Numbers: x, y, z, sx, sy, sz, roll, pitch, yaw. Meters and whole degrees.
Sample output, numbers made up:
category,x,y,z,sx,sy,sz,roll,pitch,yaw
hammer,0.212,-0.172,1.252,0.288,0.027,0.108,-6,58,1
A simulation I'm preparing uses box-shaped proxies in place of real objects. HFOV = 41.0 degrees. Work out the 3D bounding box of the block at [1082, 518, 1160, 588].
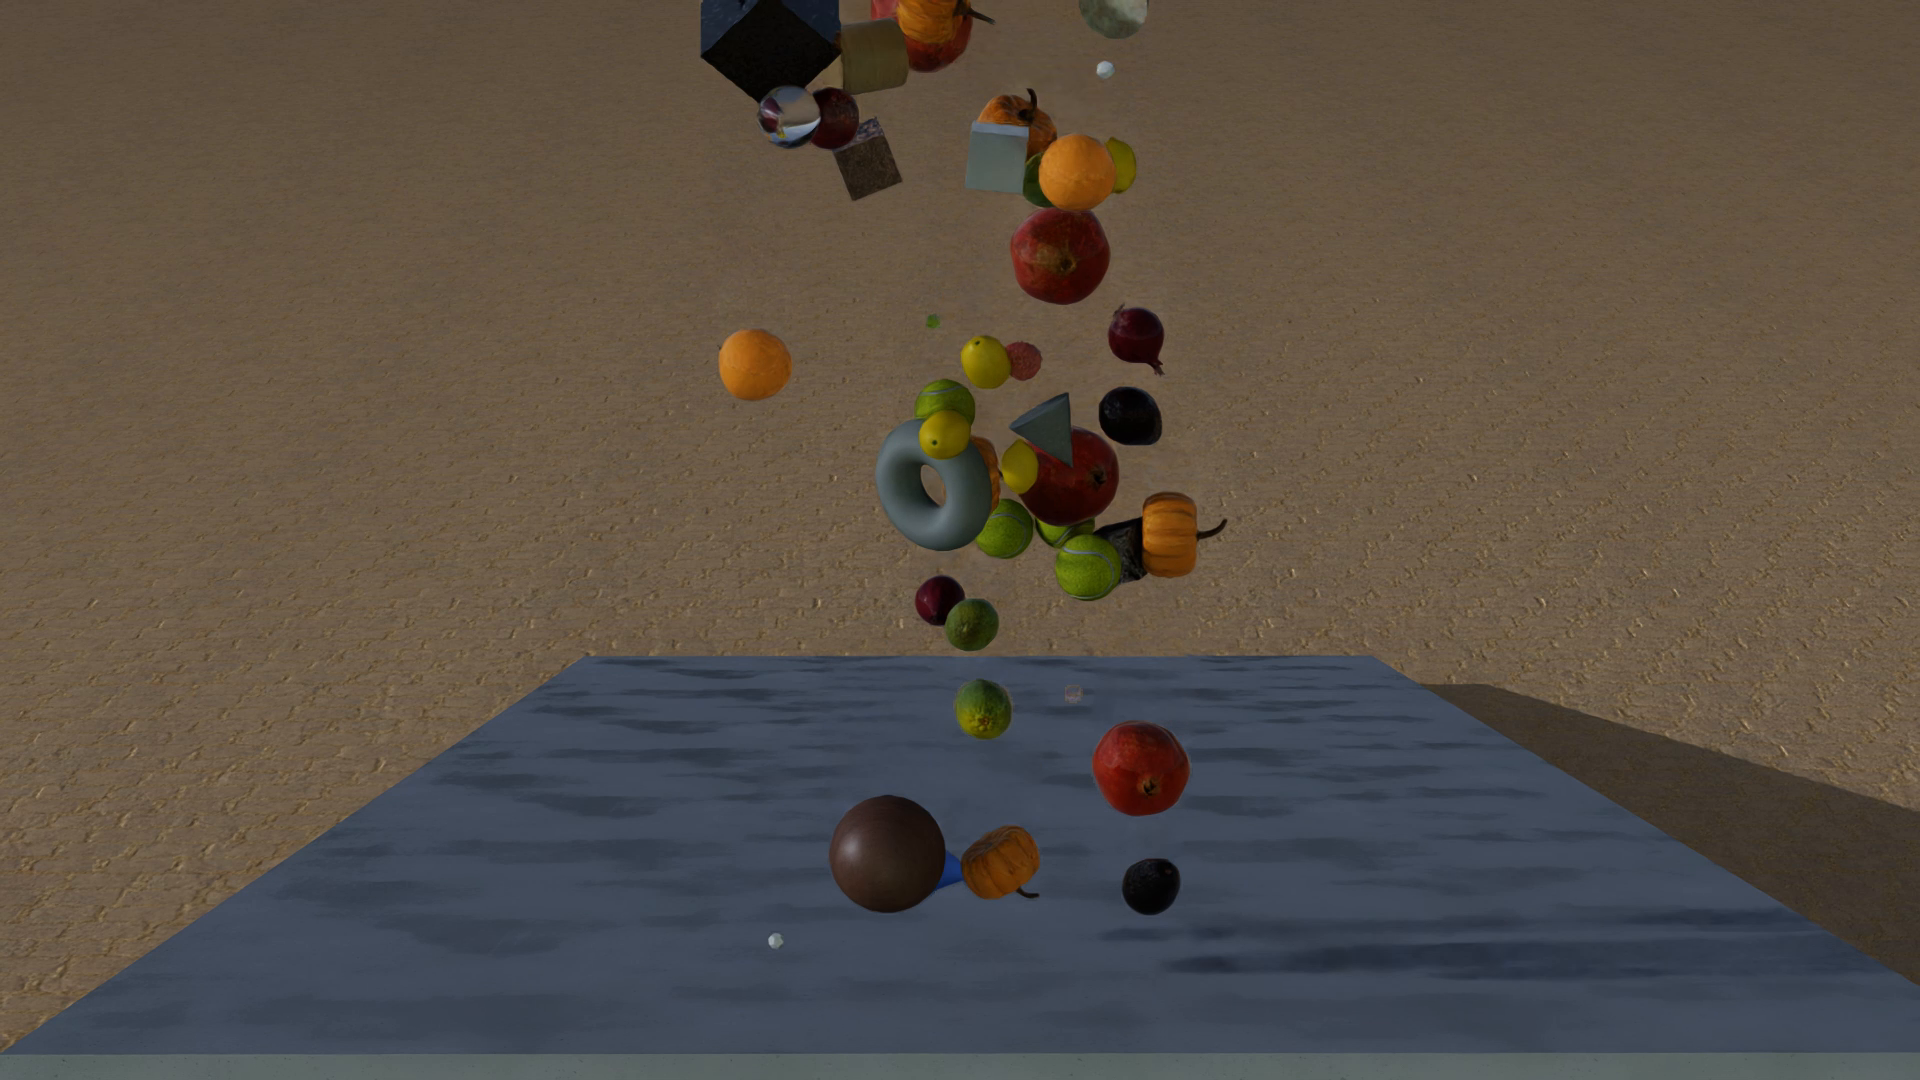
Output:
category,x,y,z,sx,sy,sz,roll,pitch,yaw
block,0.173,0.014,2.759,0.053,0.053,0.053,-14,14,32

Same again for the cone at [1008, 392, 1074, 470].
category,x,y,z,sx,sy,sz,roll,pitch,yaw
cone,0.102,-0.106,2.731,0.074,0.074,0.074,-30,10,6

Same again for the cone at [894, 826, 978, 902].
category,x,y,z,sx,sy,sz,roll,pitch,yaw
cone,-0.020,0.387,3.025,0.090,0.090,0.090,6,22,18

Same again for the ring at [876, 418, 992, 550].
category,x,y,z,sx,sy,sz,roll,pitch,yaw
ring,-0.029,-0.059,2.747,0.147,0.147,0.049,16,29,36

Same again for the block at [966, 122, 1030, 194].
category,x,y,z,sx,sy,sz,roll,pitch,yaw
block,0.038,-0.394,2.646,0.059,0.059,0.059,6,19,0

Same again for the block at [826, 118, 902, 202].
category,x,y,z,sx,sy,sz,roll,pitch,yaw
block,-0.105,-0.417,2.815,0.059,0.059,0.059,-22,29,0

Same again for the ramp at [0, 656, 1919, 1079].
category,x,y,z,sx,sy,sz,roll,pitch,yaw
ramp,0.050,0.450,4.532,2.000,0.100,4.000,0,3,0

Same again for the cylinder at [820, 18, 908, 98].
category,x,y,z,sx,sy,sz,roll,pitch,yaw
cylinder,-0.100,-0.499,2.657,0.072,0.072,0.072,-14,25,-19

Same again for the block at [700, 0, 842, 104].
category,x,y,z,sx,sy,sz,roll,pitch,yaw
block,-0.180,-0.485,2.436,0.093,0.093,0.093,35,31,-32

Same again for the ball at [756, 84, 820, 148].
category,x,y,z,sx,sy,sz,roll,pitch,yaw
ball,-0.161,-0.398,2.413,0.060,0.060,0.060,0,21,0
